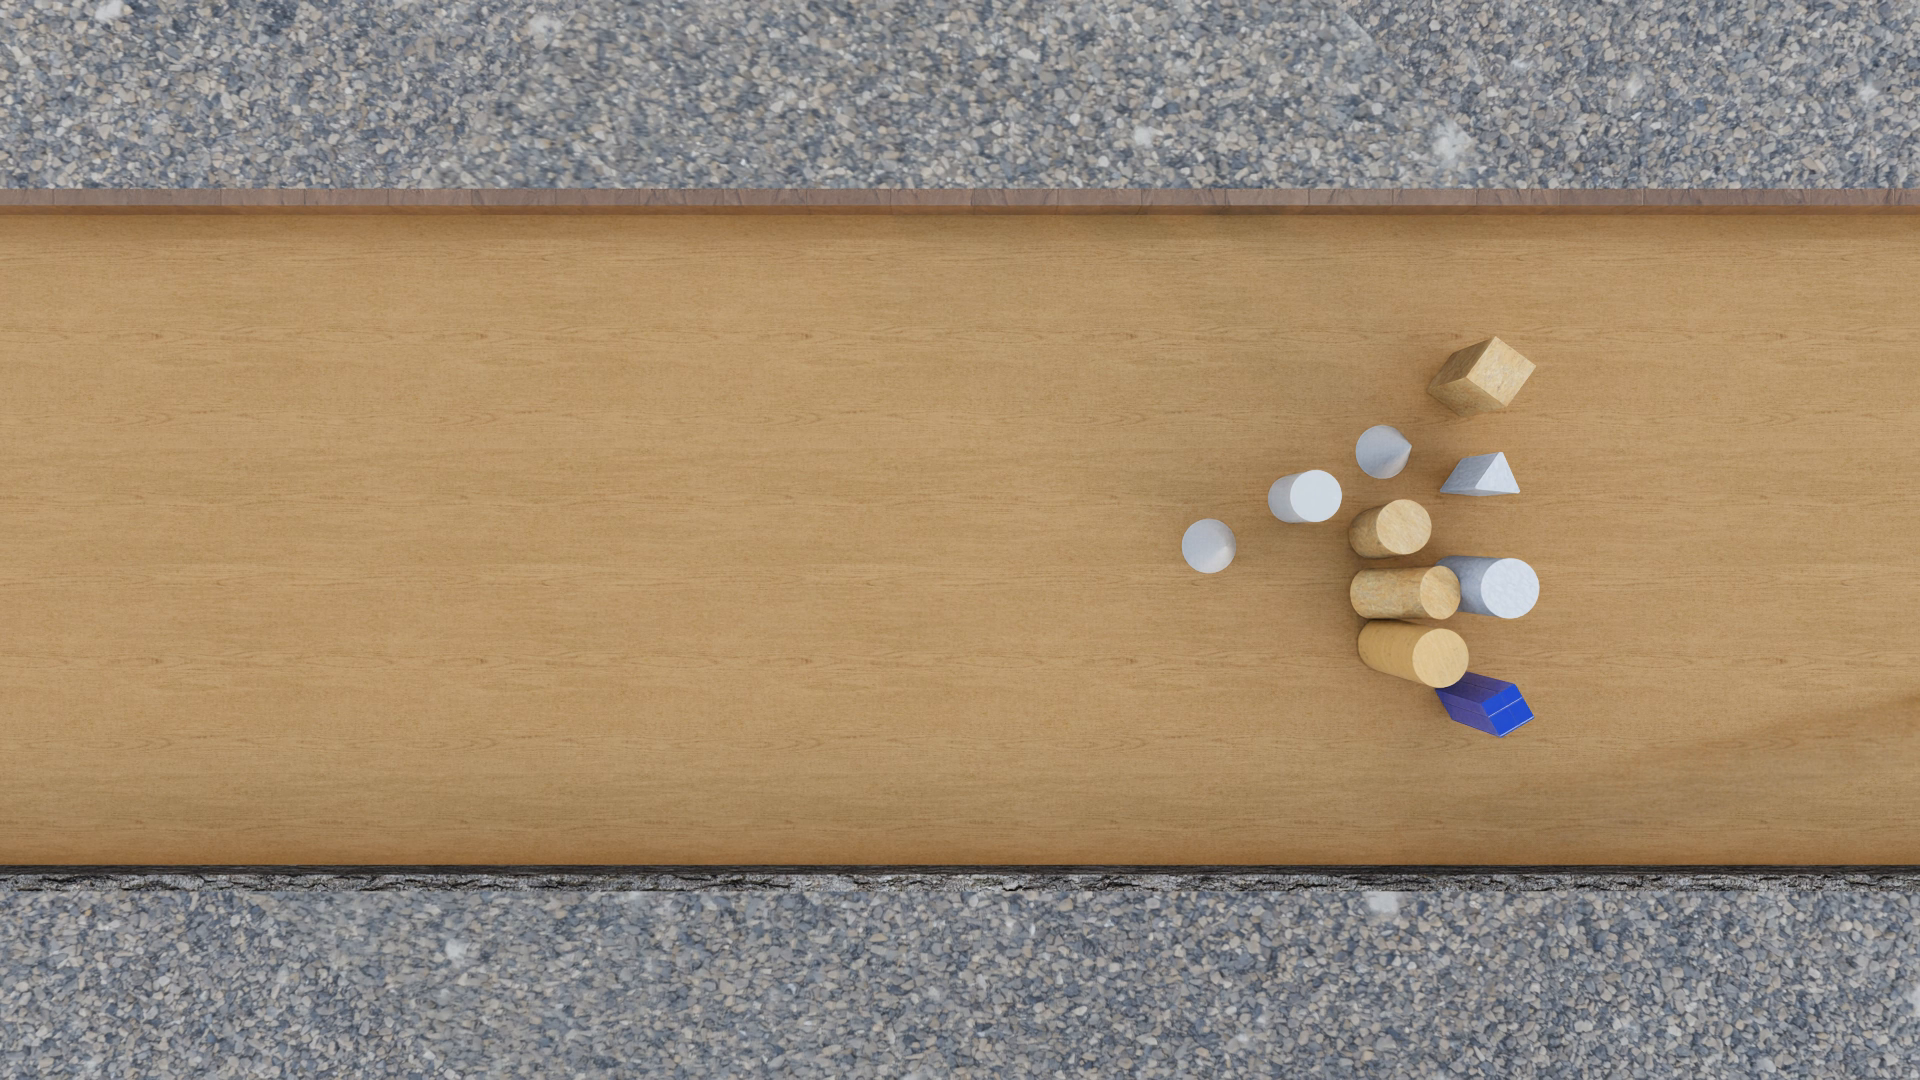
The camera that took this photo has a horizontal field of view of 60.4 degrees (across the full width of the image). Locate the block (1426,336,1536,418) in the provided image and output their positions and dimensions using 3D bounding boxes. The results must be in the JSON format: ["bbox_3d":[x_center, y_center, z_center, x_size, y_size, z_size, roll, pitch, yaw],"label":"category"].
[{"bbox_3d":[1.532,-0.477,4.872,0.142,0.410,0.142,36,90,0],"label":"block"}]

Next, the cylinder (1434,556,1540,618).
[{"bbox_3d":[1.538,0.134,4.865,0.170,0.410,0.170,0,91,-5],"label":"cylinder"}]

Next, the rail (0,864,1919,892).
[{"bbox_3d":[-2.247,1.025,5.001,12.000,0.150,0.050,0,90,0],"label":"rail"}]

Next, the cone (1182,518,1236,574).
[{"bbox_3d":[0.767,0.018,4.915,0.168,0.322,0.168,0,90,0],"label":"cone"}]

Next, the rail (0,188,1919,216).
[{"bbox_3d":[-2.247,-1.025,5.002,12.000,0.150,0.050,0,90,0],"label":"rail"}]

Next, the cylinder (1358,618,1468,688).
[{"bbox_3d":[1.329,0.327,4.861,0.167,0.413,0.167,0,92,-8],"label":"cylinder"}]

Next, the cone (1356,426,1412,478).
[{"bbox_3d":[1.300,-0.271,4.911,0.166,0.330,0.166,0,90,0],"label":"cone"}]

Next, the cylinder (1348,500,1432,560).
[{"bbox_3d":[1.272,-0.028,4.894,0.157,0.357,0.157,0,87,1],"label":"cylinder"}]

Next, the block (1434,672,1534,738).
[{"bbox_3d":[1.535,0.479,4.848,0.111,0.456,0.111,-30,90,0],"label":"block"}]

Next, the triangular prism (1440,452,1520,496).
[{"bbox_3d":[1.545,-0.198,4.900,0.127,0.353,0.110,5,90,0],"label":"triangular prism"}]

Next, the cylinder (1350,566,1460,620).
[{"bbox_3d":[1.322,0.158,4.906,0.155,0.304,0.155,1,87,-27],"label":"cylinder"}]

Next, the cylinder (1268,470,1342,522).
[{"bbox_3d":[1.022,-0.126,4.905,0.149,0.342,0.149,0,90,0],"label":"cylinder"}]
